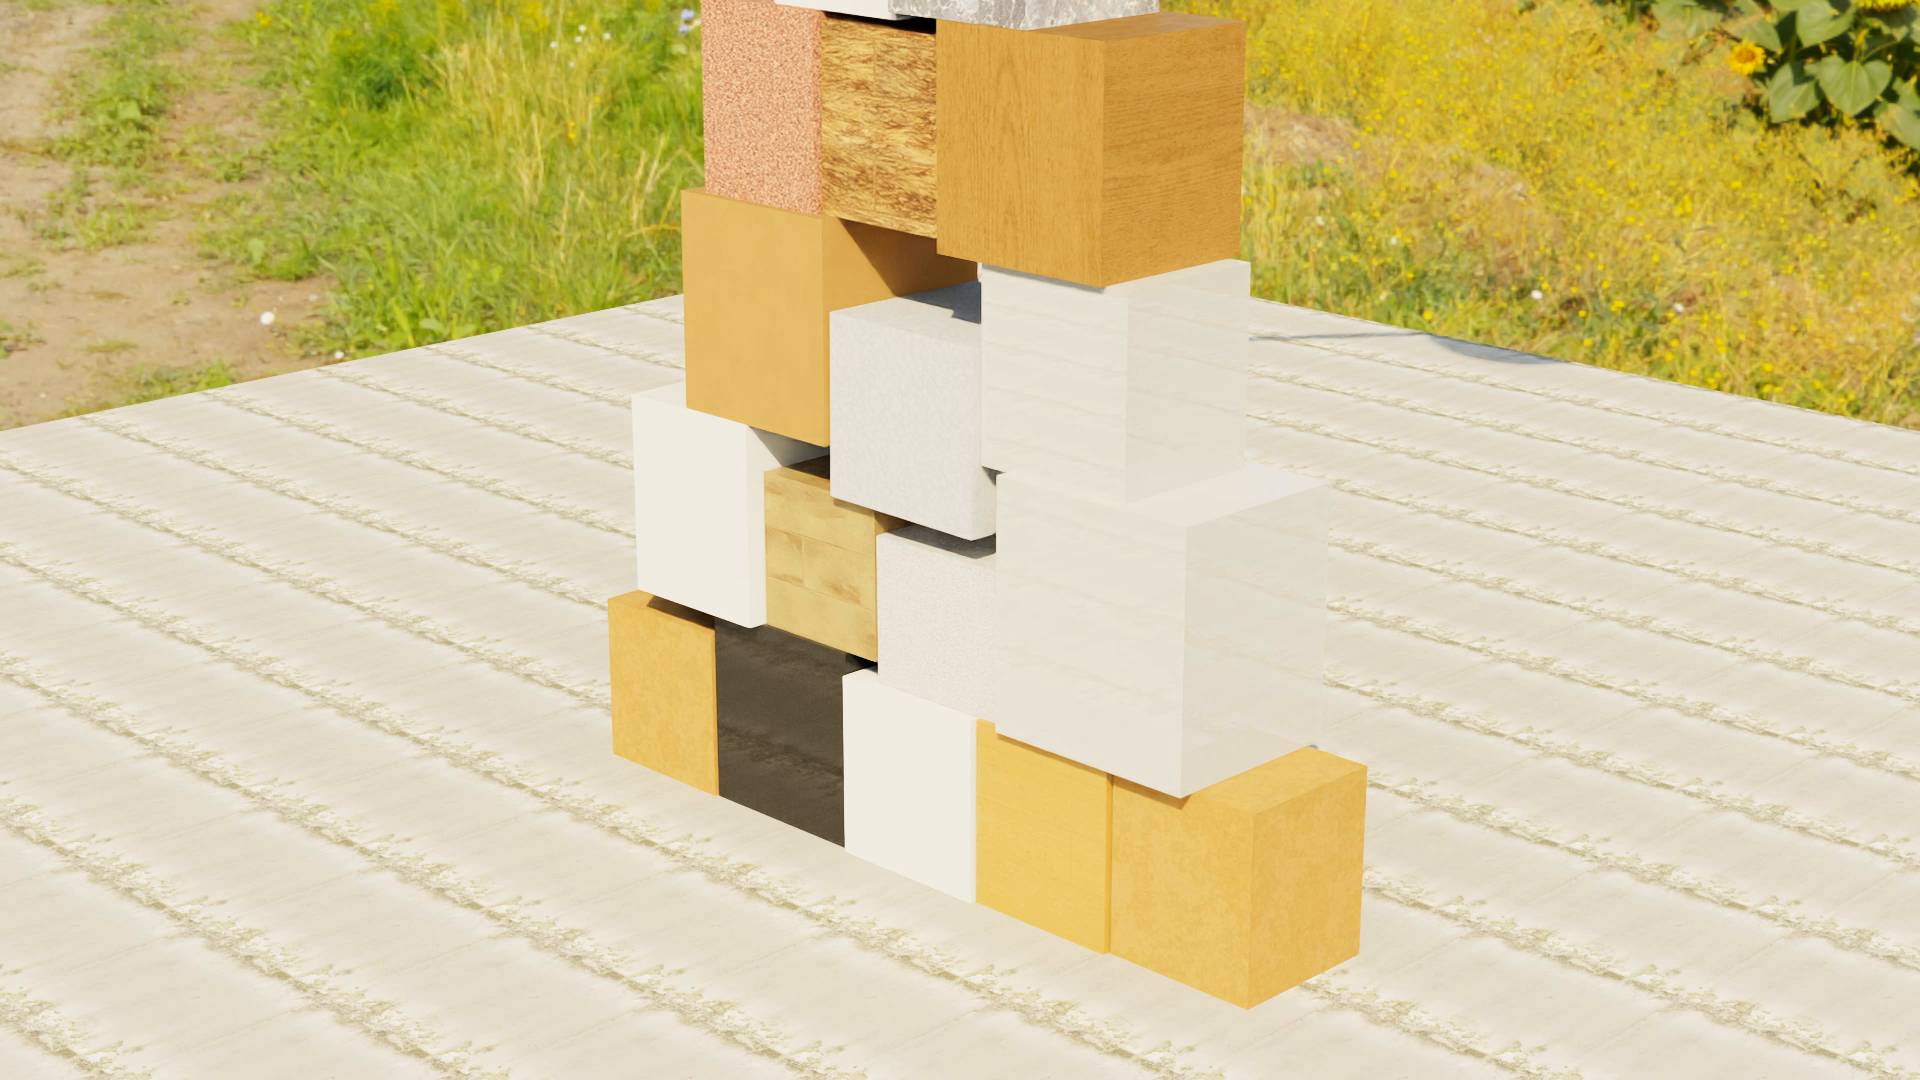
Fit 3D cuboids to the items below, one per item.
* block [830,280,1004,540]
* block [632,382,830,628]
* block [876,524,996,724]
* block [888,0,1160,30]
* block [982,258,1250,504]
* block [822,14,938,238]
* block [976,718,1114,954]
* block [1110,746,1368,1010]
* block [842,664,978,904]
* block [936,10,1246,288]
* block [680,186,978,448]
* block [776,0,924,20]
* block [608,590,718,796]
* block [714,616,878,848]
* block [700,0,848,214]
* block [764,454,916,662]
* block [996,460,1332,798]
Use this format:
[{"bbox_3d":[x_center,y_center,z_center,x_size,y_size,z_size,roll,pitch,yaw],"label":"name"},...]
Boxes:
[{"bbox_3d":[0.060,-0.600,13.107,0.914,0.852,0.898,-17,25,-42],"label":"block"},{"bbox_3d":[-0.945,-0.243,14.239,0.950,0.985,0.830,-17,24,-42],"label":"block"},{"bbox_3d":[0.193,0.314,13.255,0.793,0.701,0.810,-17,24,-42],"label":"block"},{"bbox_3d":[0.268,-2.616,12.216,0.814,0.828,0.801,-17,24,-42],"label":"block"},{"bbox_3d":[0.653,-0.739,12.399,0.765,0.894,0.824,-17,24,-42],"label":"block"},{"bbox_3d":[-0.061,-1.846,12.831,0.768,0.860,0.768,-17,25,-42],"label":"block"},{"bbox_3d":[0.648,1.200,13.064,0.855,0.877,0.773,-17,24,-42],"label":"block"},{"bbox_3d":[1.186,1.370,12.527,0.753,0.874,0.764,-17,24,-42],"label":"block"},{"bbox_3d":[0.068,1.033,13.601,0.889,0.873,0.823,-17,24,-42],"label":"block"},{"bbox_3d":[0.541,-1.675,12.245,0.938,0.985,0.868,17,24,42],"label":"block"},{"bbox_3d":[-0.602,-1.116,13.648,0.974,1.034,0.960,-17,24,-42],"label":"block"},{"bbox_3d":[-0.265,-2.786,12.773,0.773,0.892,0.771,-17,24,-42],"label":"block"},{"bbox_3d":[-1.165,0.679,14.800,0.891,0.831,0.795,-17,24,-42],"label":"block"},{"bbox_3d":[-0.570,0.803,14.172,0.802,0.970,0.926,-17,24,-42],"label":"block"},{"bbox_3d":[-0.603,-2.030,13.341,0.850,0.894,0.741,-17,24,-42],"label":"block"},{"bbox_3d":[-0.383,0.040,13.732,0.748,0.749,0.748,-17,24,-42],"label":"block"},{"bbox_3d":[0.857,0.296,12.539,0.924,1.163,1.061,-17,24,-42],"label":"block"}]
